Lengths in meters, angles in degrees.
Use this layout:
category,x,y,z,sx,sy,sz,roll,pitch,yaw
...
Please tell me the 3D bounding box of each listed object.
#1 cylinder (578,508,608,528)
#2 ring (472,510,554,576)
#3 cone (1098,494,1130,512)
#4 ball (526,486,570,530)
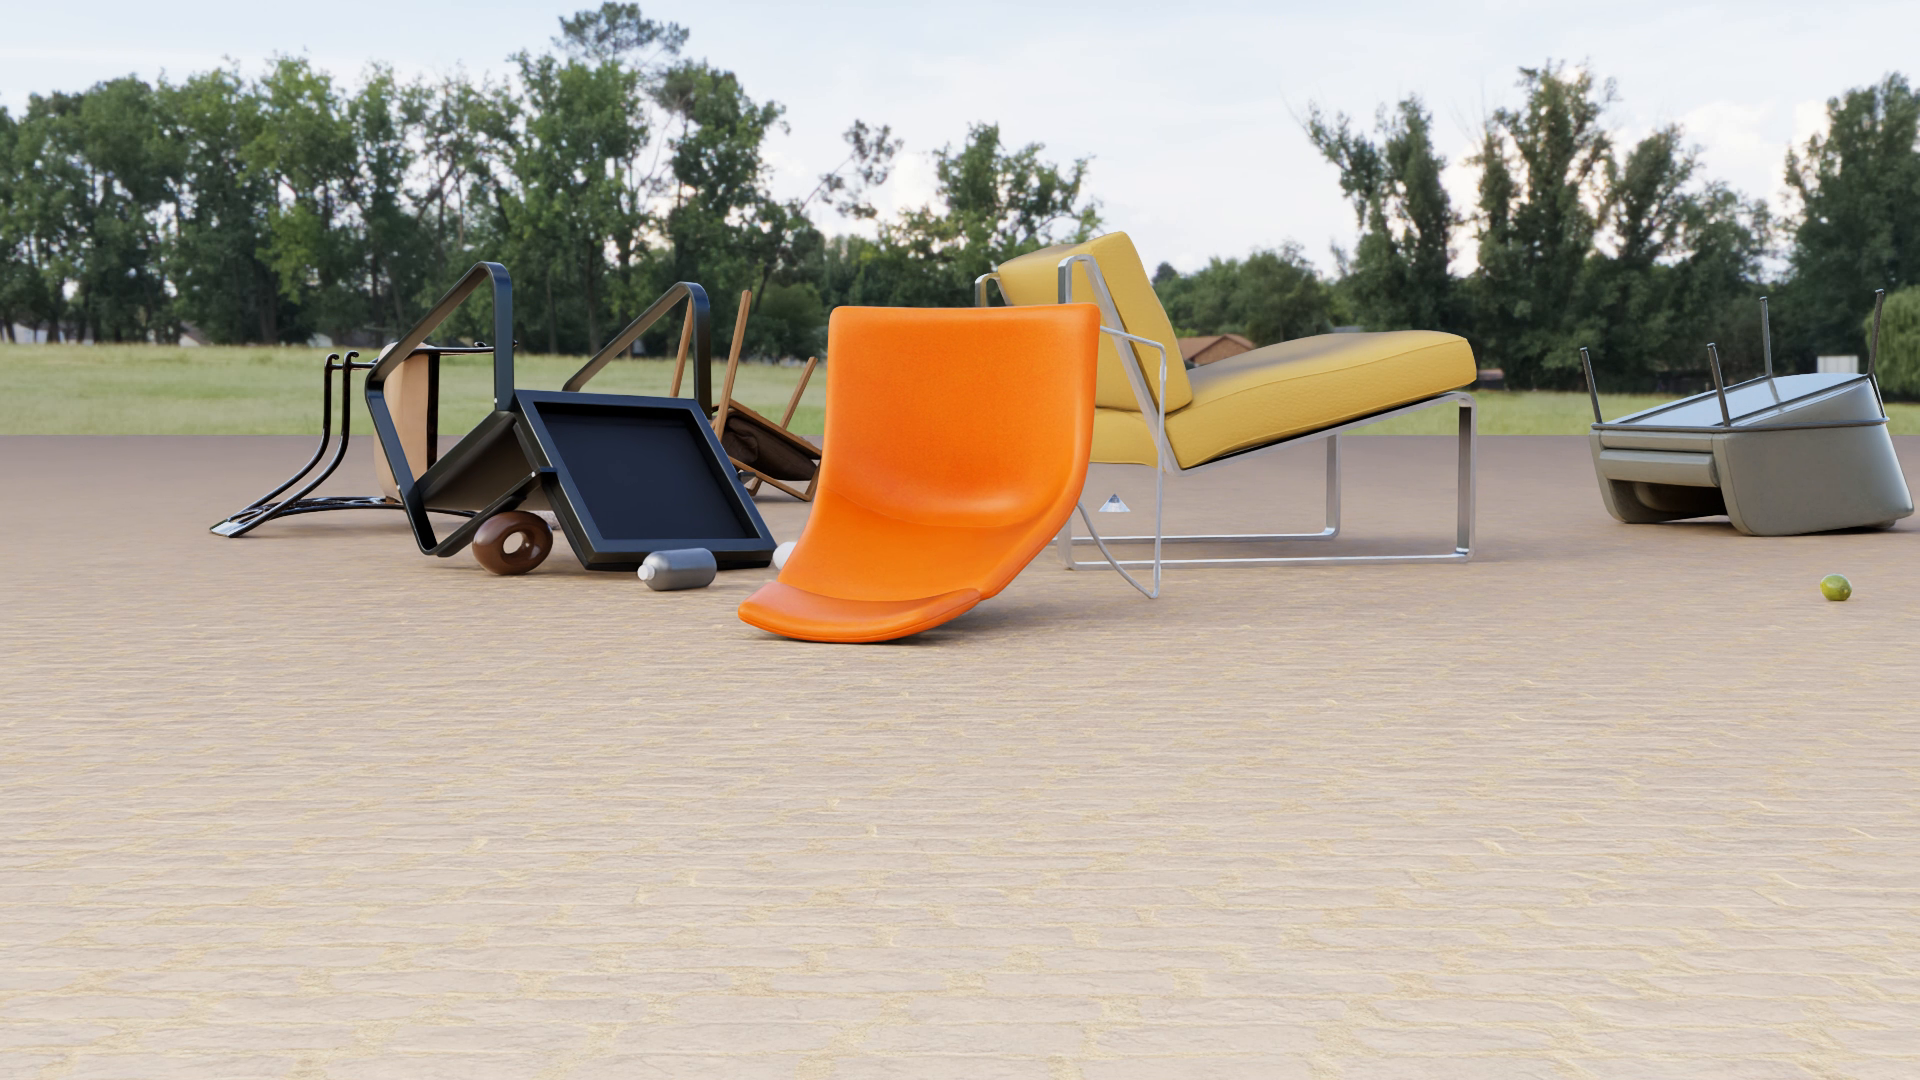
category,x,y,z,sx,sy,sz,roll,pitch,yaw
cylinder,-1.186,-0.070,7.104,0.103,0.063,0.080,-3,5,-40
ring,-1.080,0.007,5.315,0.213,0.157,0.082,-13,18,-43
cone,0.569,-0.140,8.096,0.116,0.066,0.120,-3,5,-34
ball,-1.317,-0.102,7.025,0.137,0.137,0.137,0,4,0
